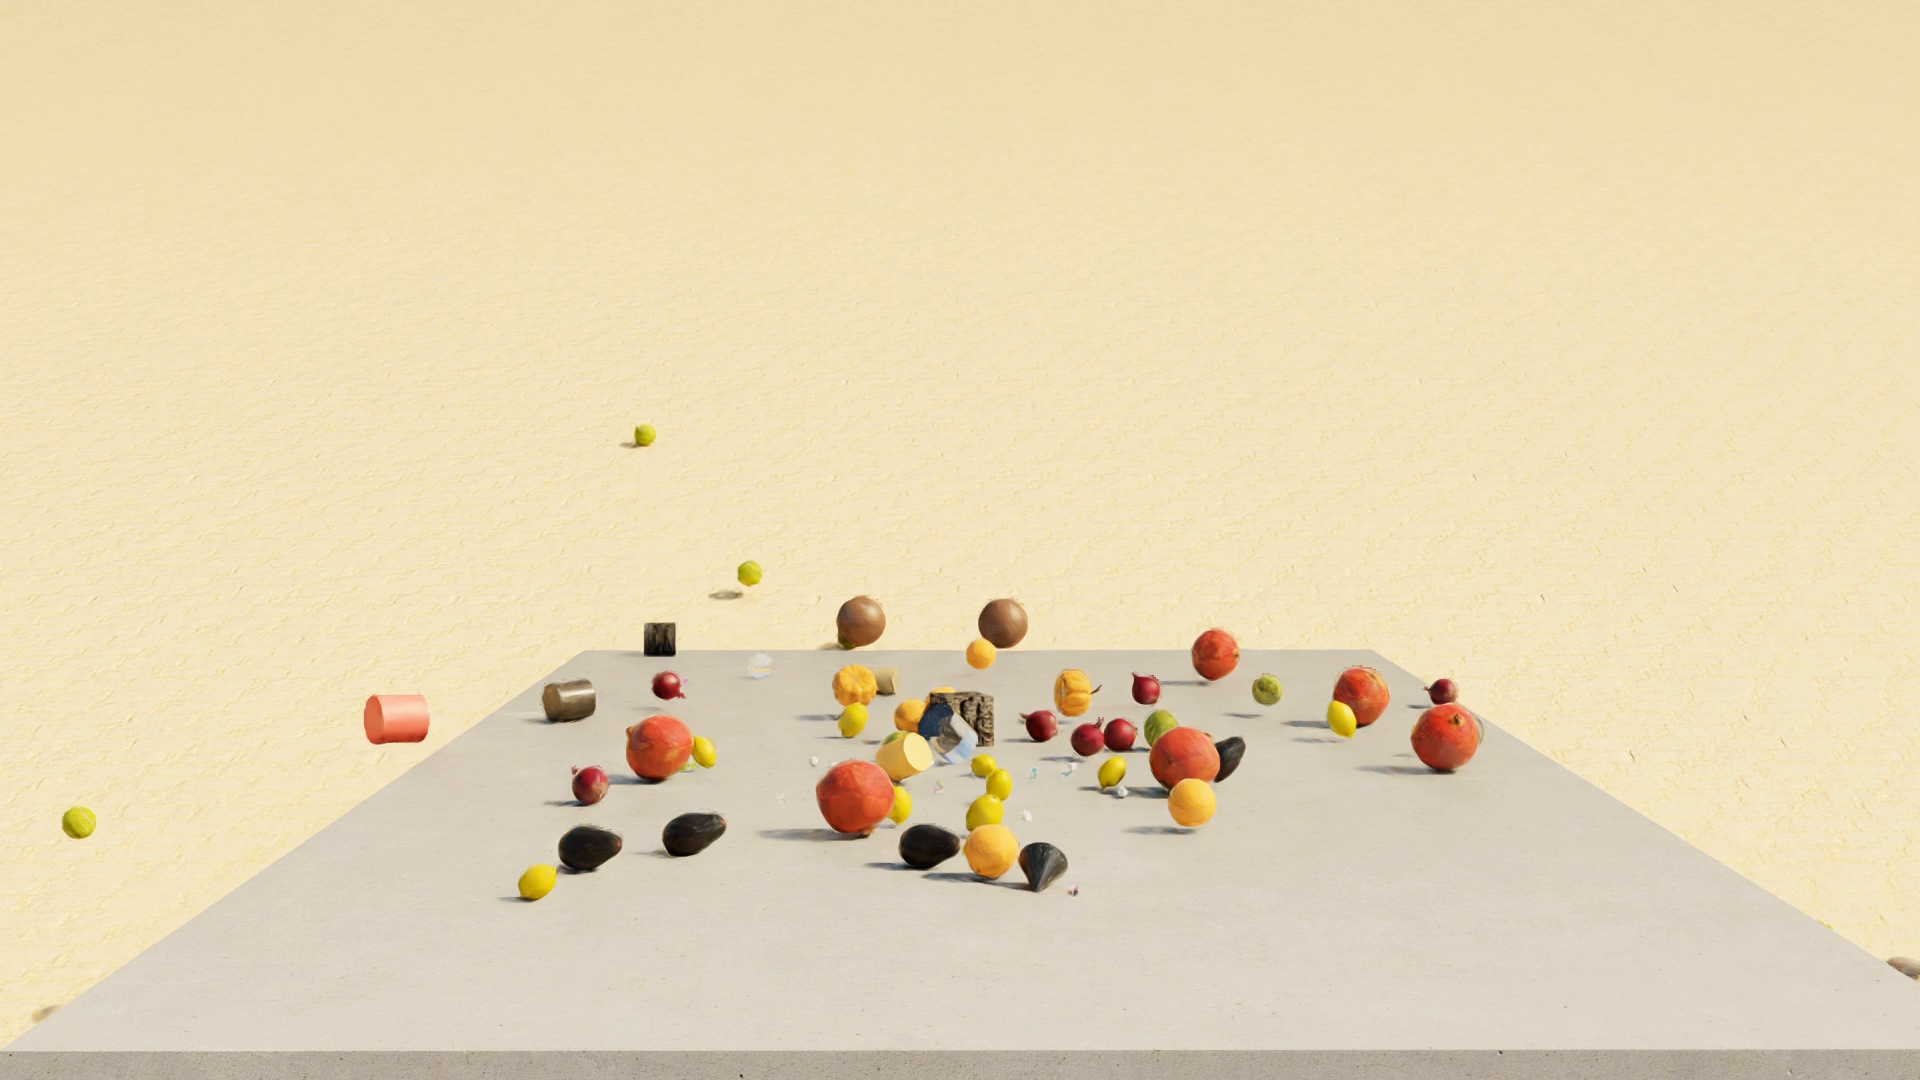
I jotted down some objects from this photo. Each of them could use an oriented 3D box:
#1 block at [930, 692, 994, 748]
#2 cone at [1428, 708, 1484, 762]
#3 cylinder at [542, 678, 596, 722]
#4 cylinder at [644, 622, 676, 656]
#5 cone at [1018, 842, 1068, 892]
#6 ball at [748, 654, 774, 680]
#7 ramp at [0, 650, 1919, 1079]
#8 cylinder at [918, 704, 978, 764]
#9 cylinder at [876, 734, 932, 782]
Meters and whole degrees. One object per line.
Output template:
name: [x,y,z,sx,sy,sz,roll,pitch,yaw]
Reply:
block: [0.003,0.332,4.755,0.092,0.092,0.092,-1,3,-19]
cone: [0.879,0.367,4.551,0.099,0.099,0.099,3,30,8]
cylinder: [-0.775,0.318,5.094,0.077,0.077,0.077,-7,21,-36]
cylinder: [-0.747,0.246,6.389,0.080,0.080,0.080,-1,21,-6]
cone: [0.104,0.442,3.361,0.066,0.066,0.066,4,30,10]
ball: [-0.454,0.289,5.855,0.056,0.056,0.056,0,21,0]
ramp: [0.049,0.441,4.532,2.000,0.100,4.000,0,3,0]
cylinder: [-0.022,0.339,4.494,0.077,0.077,0.077,-26,40,24]
cylinder: [-0.093,0.362,4.267,0.065,0.065,0.065,-26,3,37]
